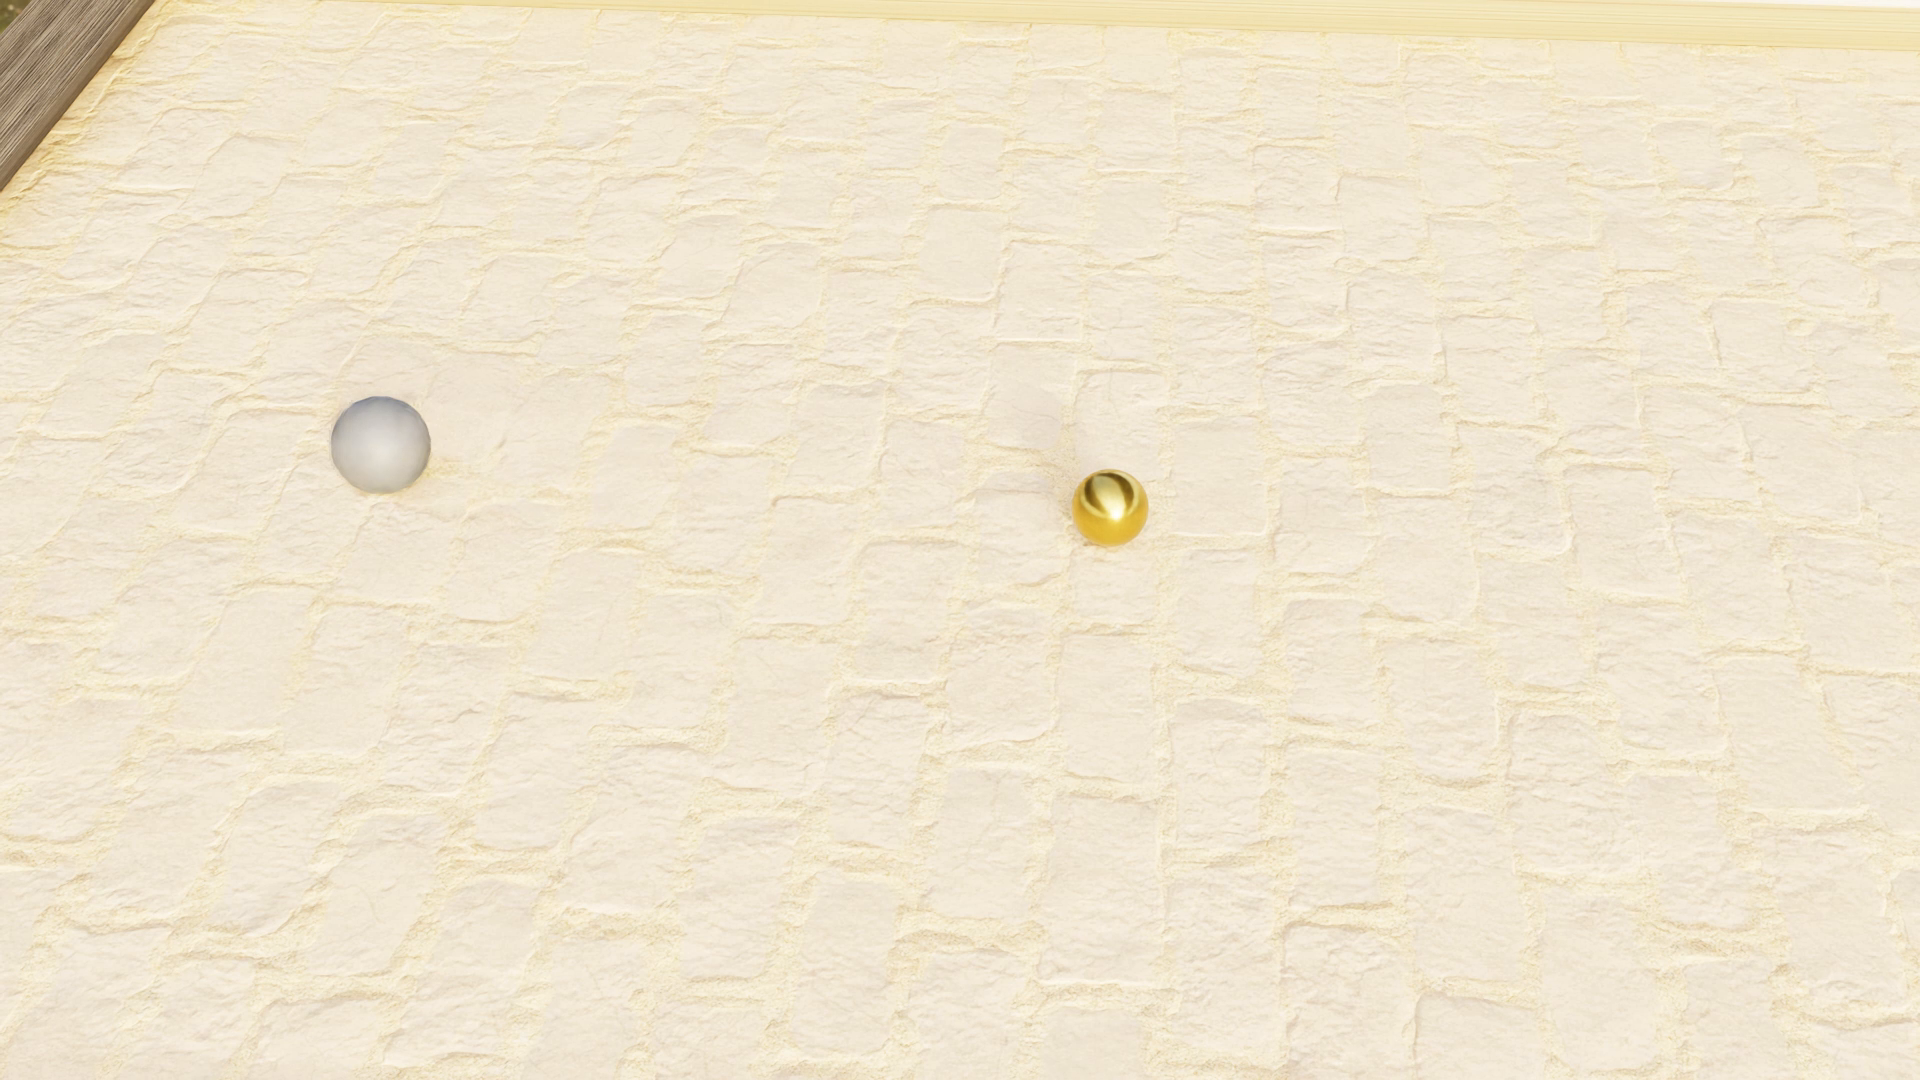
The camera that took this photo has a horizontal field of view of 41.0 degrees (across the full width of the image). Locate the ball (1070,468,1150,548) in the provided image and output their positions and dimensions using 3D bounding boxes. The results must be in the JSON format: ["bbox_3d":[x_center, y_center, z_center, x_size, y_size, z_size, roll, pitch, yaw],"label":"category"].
[{"bbox_3d":[0.105,-0.023,1.799,0.055,0.055,0.055,0,36,0],"label":"ball"}]

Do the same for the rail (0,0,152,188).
[{"bbox_3d":[-0.855,-0.060,1.798,0.045,0.116,1.851,3,36,4],"label":"rail"}]

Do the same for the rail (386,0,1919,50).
[{"bbox_3d":[0.947,-0.506,2.422,3.523,0.116,0.045,3,36,4],"label":"rail"}]

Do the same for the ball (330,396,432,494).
[{"bbox_3d":[-0.417,-0.068,1.849,0.071,0.071,0.071,0,36,0],"label":"ball"}]
